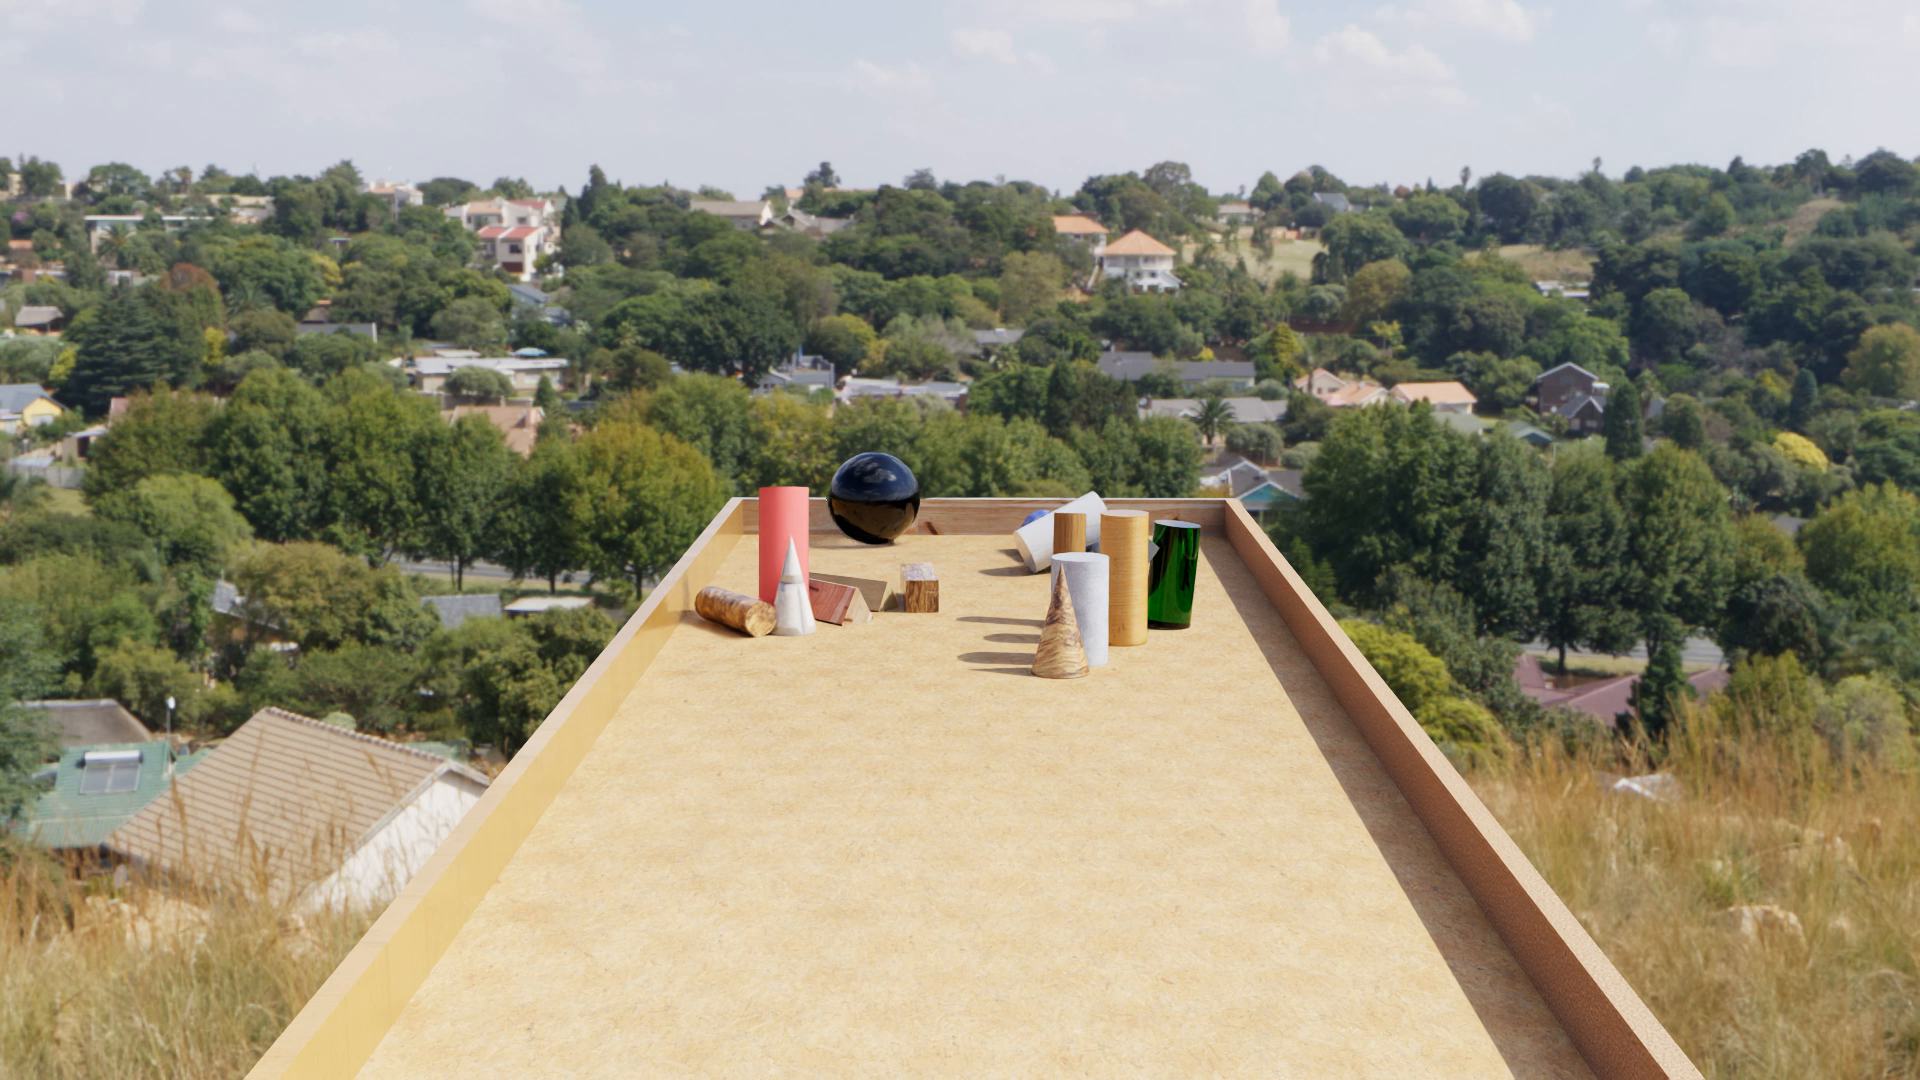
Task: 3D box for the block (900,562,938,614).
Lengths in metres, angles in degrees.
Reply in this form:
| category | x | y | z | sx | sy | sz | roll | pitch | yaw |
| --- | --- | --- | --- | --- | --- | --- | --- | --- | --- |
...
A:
| category | x | y | z | sx | sy | sz | roll | pitch | yaw |
| --- | --- | --- | --- | --- | --- | --- | --- | --- | --- |
| block | -0.142 | 0.164 | 7.617 | 0.111 | 0.111 | 0.355 | -1 | 9 | -5 |

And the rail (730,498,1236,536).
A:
| category | x | y | z | sx | sy | sz | roll | pitch | yaw |
| --- | --- | --- | --- | --- | --- | --- | --- | --- | --- |
| rail | 0.099 | -0.098 | 9.147 | 2.100 | 0.150 | 0.050 | 0 | 9 | 1 |

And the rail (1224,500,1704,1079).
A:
| category | x | y | z | sx | sy | sz | roll | pitch | yaw |
| --- | --- | --- | --- | --- | --- | --- | --- | --- | --- |
| rail | 1.046 | 0.843 | 3.208 | 0.050 | 0.150 | 12.000 | 0 | 9 | 1 |

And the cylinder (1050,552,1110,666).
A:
| category | x | y | z | sx | sy | sz | roll | pitch | yaw |
| --- | --- | --- | --- | --- | --- | --- | --- | --- | --- |
| cylinder | 0.363 | 0.209 | 6.664 | 0.175 | 0.321 | 0.175 | 0 | 9 | 0 |

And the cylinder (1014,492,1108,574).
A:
| category | x | y | z | sx | sy | sz | roll | pitch | yaw |
| --- | --- | --- | --- | --- | --- | --- | --- | --- | --- |
| cylinder | 0.389 | -0.029 | 8.241 | 0.335 | 0.176 | 0.176 | -27 | 15 | -11 |

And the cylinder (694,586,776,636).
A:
| category | x | y | z | sx | sy | sz | roll | pitch | yaw |
| --- | --- | --- | --- | --- | --- | --- | --- | --- | --- |
| cylinder | -0.735 | 0.232 | 7.184 | 0.113 | 0.113 | 0.345 | -6 | 11 | -34 |

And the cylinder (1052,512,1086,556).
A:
| category | x | y | z | sx | sy | sz | roll | pitch | yaw |
| --- | --- | --- | --- | --- | --- | --- | --- | --- | --- |
| cylinder | 0.358 | 0.092 | 7.239 | 0.107 | 0.361 | 0.107 | 2 | 2 | 0 |

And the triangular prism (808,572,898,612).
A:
| category | x | y | z | sx | sy | sz | roll | pitch | yaw |
| --- | --- | --- | --- | --- | --- | --- | --- | --- | --- |
| triangular prism | -0.431 | 0.168 | 7.620 | 0.456 | 0.097 | 0.112 | 6 | 11 | 34 |

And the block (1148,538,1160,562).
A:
| category | x | y | z | sx | sy | sz | roll | pitch | yaw |
| --- | --- | --- | --- | --- | --- | --- | --- | --- | --- |
| block | 0.486 | 0.127 | 7.131 | 0.105 | 0.351 | 0.105 | 39 | -6 | -22 |

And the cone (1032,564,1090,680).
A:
| category | x | y | z | sx | sy | sz | roll | pitch | yaw |
| --- | --- | --- | --- | --- | --- | --- | --- | --- | --- |
| cone | 0.299 | 0.230 | 6.497 | 0.177 | 0.333 | 0.177 | 0 | 9 | 0 |

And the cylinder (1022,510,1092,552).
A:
| category | x | y | z | sx | sy | sz | roll | pitch | yaw |
| --- | --- | --- | --- | --- | --- | --- | --- | --- | --- |
| cylinder | 0.375 | -0.009 | 8.548 | 0.162 | 0.162 | 0.410 | -2 | 9 | -14 |

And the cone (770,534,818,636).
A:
| category | x | y | z | sx | sy | sz | roll | pitch | yaw |
| --- | --- | --- | --- | --- | --- | --- | --- | --- | --- |
| cone | -0.544 | 0.138 | 7.113 | 0.162 | 0.321 | 0.162 | 0 | 9 | 0 |

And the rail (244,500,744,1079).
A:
| category | x | y | z | sx | sy | sz | roll | pitch | yaw |
| --- | --- | --- | --- | --- | --- | --- | --- | --- | --- |
| rail | -1.004 | 0.839 | 3.234 | 0.050 | 0.150 | 12.000 | 0 | 9 | 1 |

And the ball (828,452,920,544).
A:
| category | x | y | z | sx | sy | sz | roll | pitch | yaw |
| --- | --- | --- | --- | --- | --- | --- | --- | --- | --- |
| ball | -0.347 | -0.169 | 8.887 | 0.373 | 0.373 | 0.373 | 0 | 9 | 0 |

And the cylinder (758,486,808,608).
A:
| category | x | y | z | sx | sy | sz | roll | pitch | yaw |
| --- | --- | --- | --- | --- | --- | --- | --- | --- | --- |
| cylinder | -0.585 | 0.041 | 7.302 | 0.166 | 0.431 | 0.166 | 0 | -1 | 0 |

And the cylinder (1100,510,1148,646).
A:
| category | x | y | z | sx | sy | sz | roll | pitch | yaw |
| --- | --- | --- | --- | --- | --- | --- | --- | --- | --- |
| cylinder | 0.517 | 0.119 | 6.938 | 0.152 | 0.413 | 0.152 | 0 | 9 | 0 |

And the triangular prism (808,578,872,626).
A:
| category | x | y | z | sx | sy | sz | roll | pitch | yaw |
| --- | --- | --- | --- | --- | --- | --- | --- | --- | --- |
| triangular prism | -0.452 | 0.196 | 7.375 | 0.135 | 0.117 | 0.329 | -9 | 13 | -43 |

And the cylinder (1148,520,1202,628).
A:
| category | x | y | z | sx | sy | sz | roll | pitch | yaw |
| --- | --- | --- | --- | --- | --- | --- | --- | --- | --- |
| cylinder | 0.695 | 0.111 | 7.203 | 0.155 | 0.333 | 0.155 | 5 | 8 | -1 |

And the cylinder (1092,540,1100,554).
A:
| category | x | y | z | sx | sy | sz | roll | pitch | yaw |
| --- | --- | --- | --- | --- | --- | --- | --- | --- | --- |
| cylinder | 0.573 | 0.055 | 8.242 | 0.131 | 0.131 | 0.417 | 0 | 9 | -2 |
